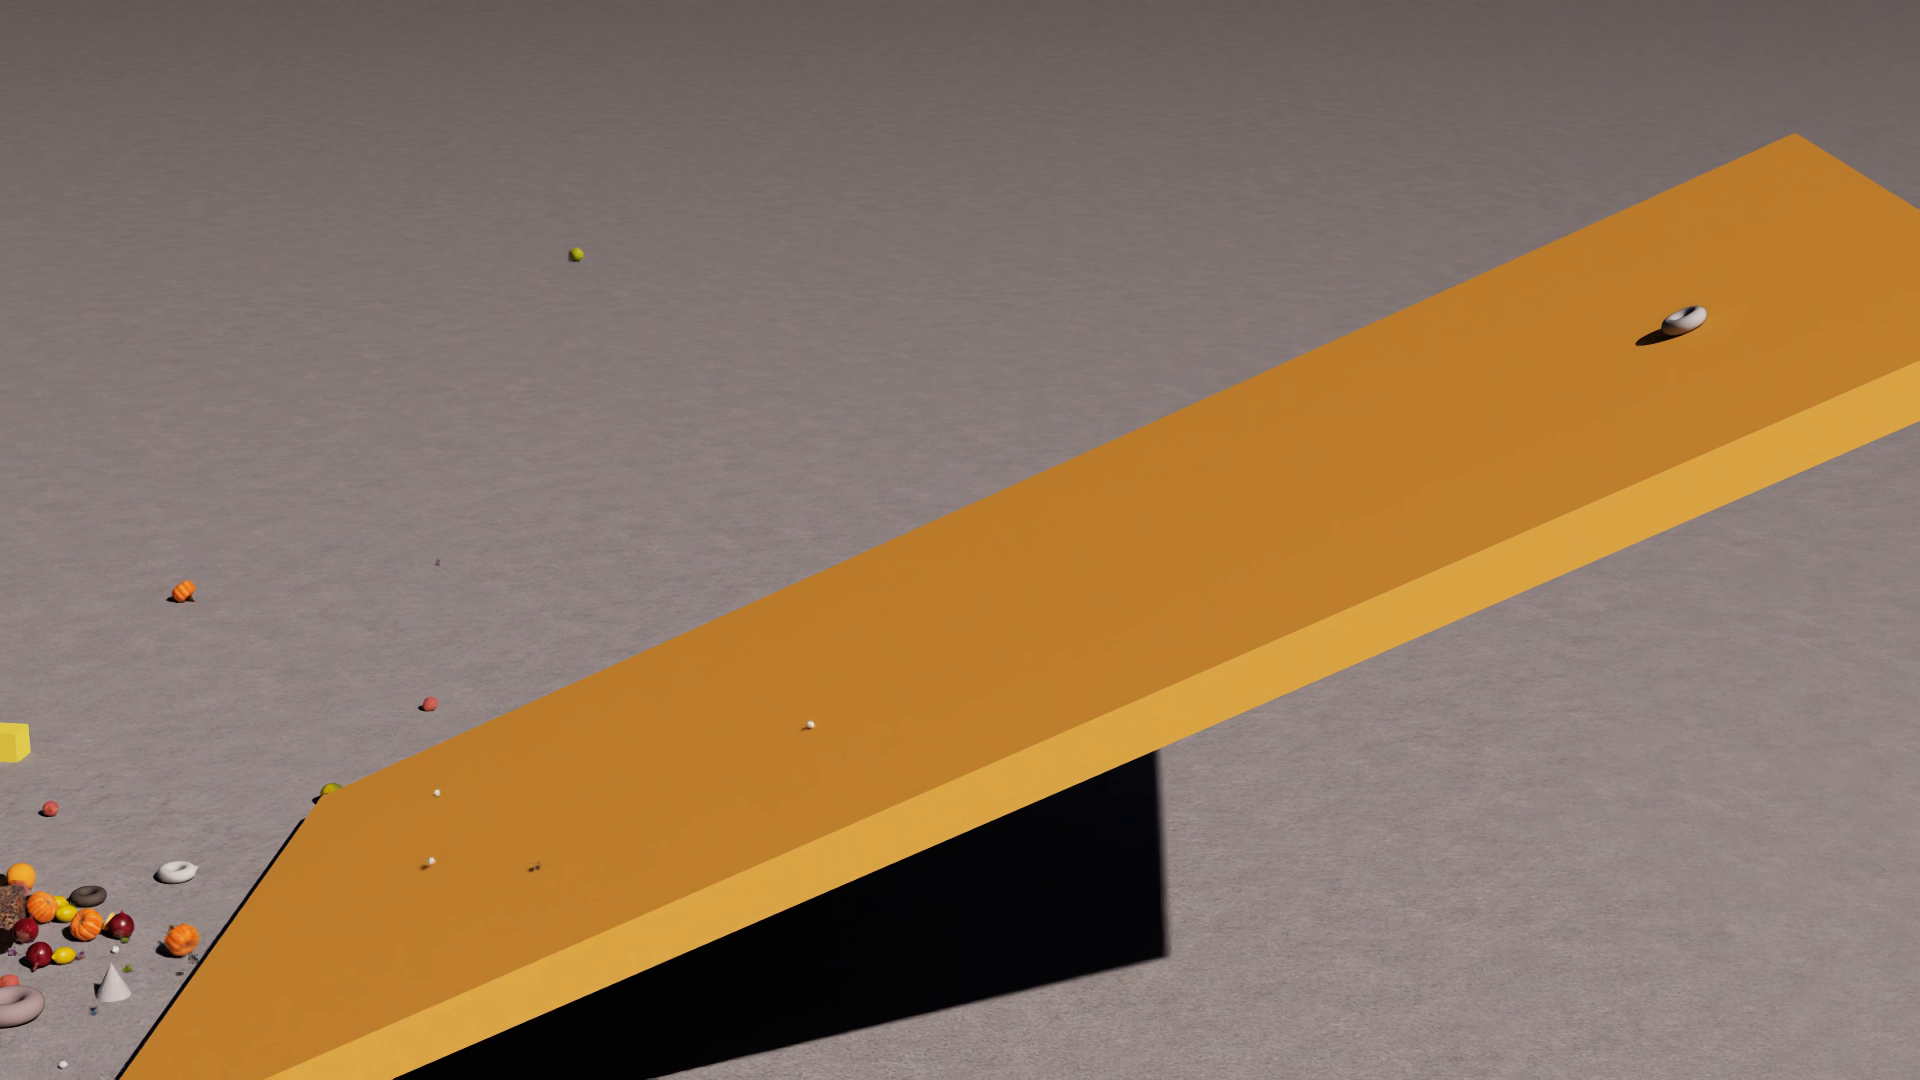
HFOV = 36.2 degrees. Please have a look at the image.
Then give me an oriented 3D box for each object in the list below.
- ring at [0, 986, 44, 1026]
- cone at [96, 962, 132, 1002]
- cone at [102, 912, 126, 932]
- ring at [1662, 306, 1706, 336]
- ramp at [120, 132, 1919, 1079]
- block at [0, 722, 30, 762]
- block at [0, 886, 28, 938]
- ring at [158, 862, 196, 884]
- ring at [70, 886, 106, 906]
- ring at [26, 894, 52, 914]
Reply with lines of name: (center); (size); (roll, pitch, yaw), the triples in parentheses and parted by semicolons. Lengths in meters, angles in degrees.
ring: (-2.098, 1.029, 6.492); (0.150, 0.050, 0.150); (-1, 16, 0)
cone: (-1.902, 0.984, 6.598); (0.078, 0.078, 0.078); (0, 16, 0)
cone: (-1.991, 0.913, 6.947); (0.050, 0.050, 0.050); (28, 18, -1)
ring: (1.438, -0.435, 5.839); (0.094, 0.031, 0.094); (-26, 12, 6)
ramp: (0.136, 0.169, 6.282); (4.000, 0.100, 2.000); (-24, 13, 9)
block: (-2.616, 0.557, 8.087); (0.083, 0.083, 0.083); (2, 16, 8)
block: (-2.261, 0.878, 6.940); (0.094, 0.094, 0.094); (-2, 16, -5)
ring: (-1.933, 0.820, 7.259); (0.093, 0.031, 0.093); (0, 17, 0)
ring: (-2.109, 0.862, 7.115); (0.087, 0.029, 0.087); (-1, 17, 0)
ring: (-2.226, 0.875, 7.074); (0.080, 0.027, 0.080); (1, 15, 0)
